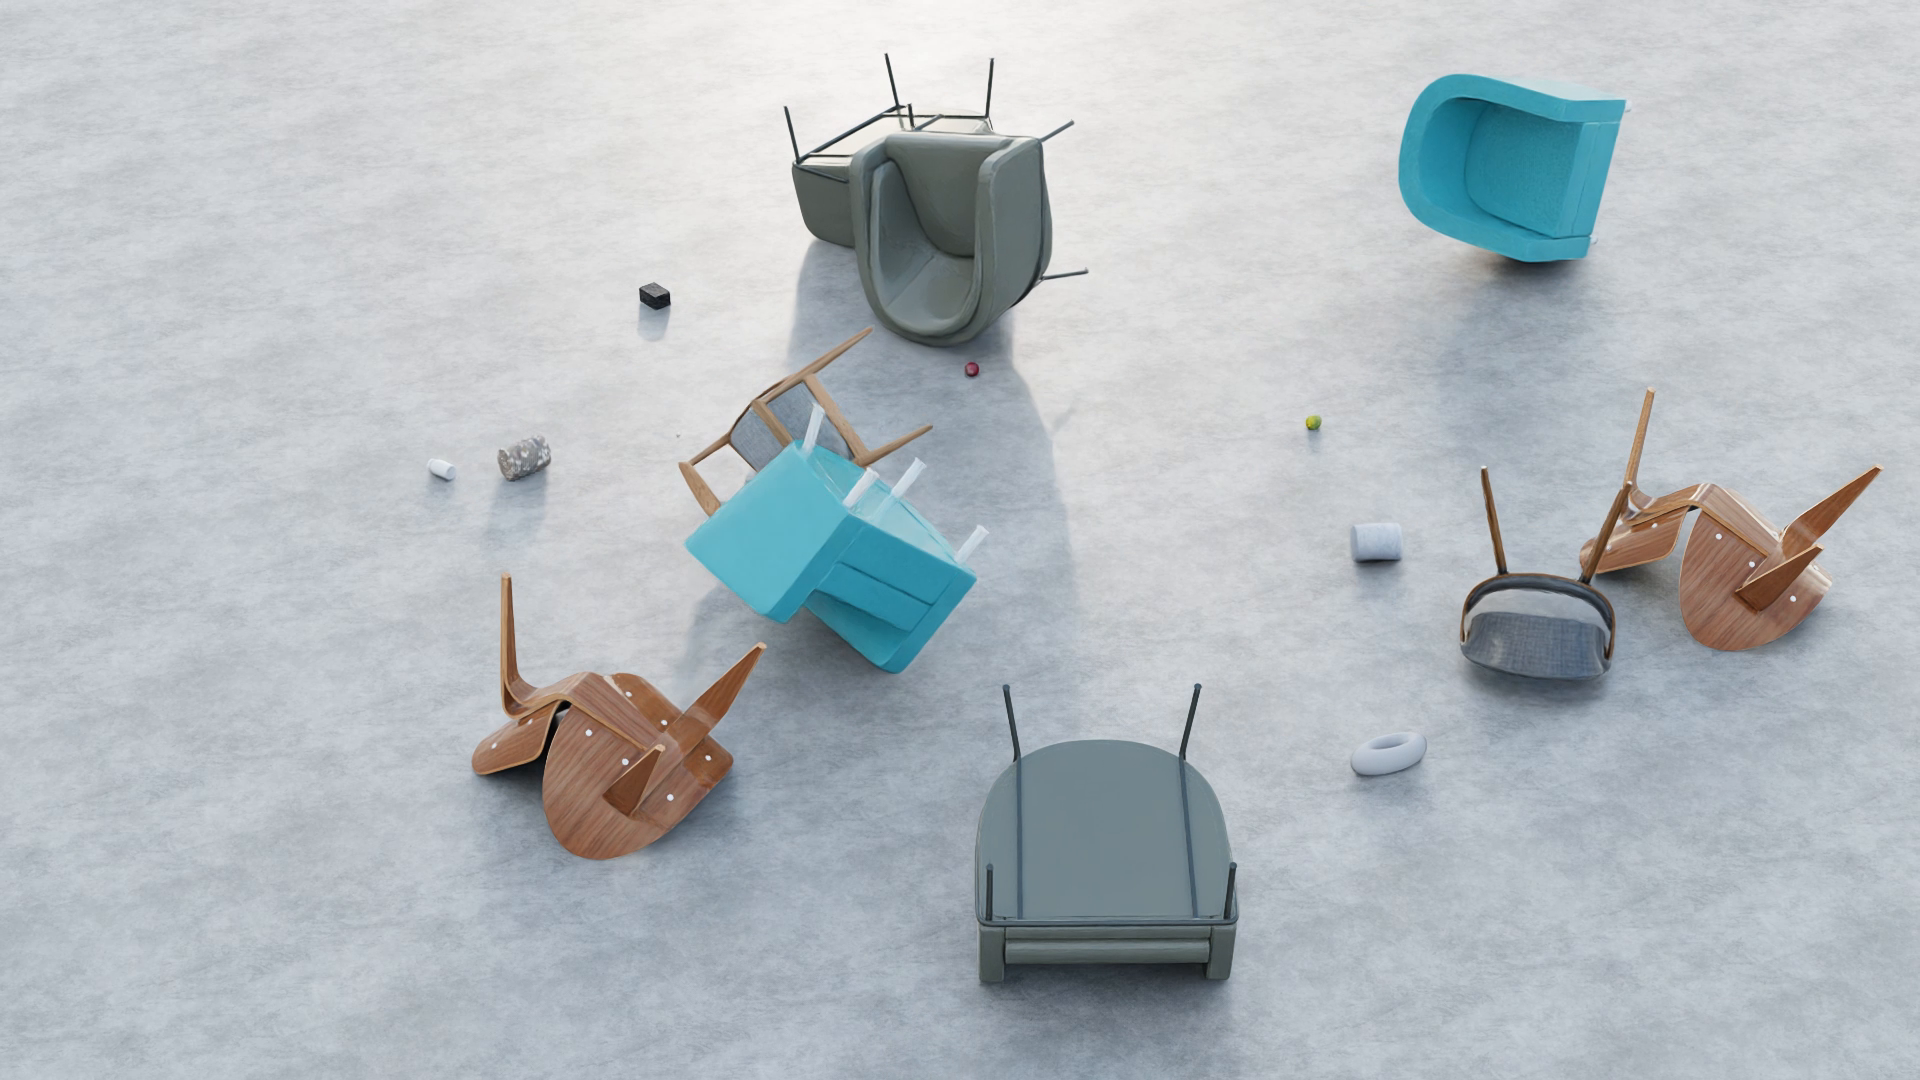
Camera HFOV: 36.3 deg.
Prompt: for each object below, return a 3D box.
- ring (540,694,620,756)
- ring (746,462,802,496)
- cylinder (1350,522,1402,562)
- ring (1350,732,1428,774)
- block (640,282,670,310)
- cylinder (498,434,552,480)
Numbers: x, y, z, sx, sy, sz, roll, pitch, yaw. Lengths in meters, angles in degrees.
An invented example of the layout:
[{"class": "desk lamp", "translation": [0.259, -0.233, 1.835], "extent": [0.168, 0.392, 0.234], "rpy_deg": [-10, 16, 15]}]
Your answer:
[{"class": "ring", "translation": [-1.286, 0.624, 9.944], "extent": [0.218, 0.060, 0.352], "rpy_deg": [16, 37, 25]}, {"class": "ring", "translation": [-0.717, -0.232, 11.253], "extent": [0.219, 0.048, 0.212], "rpy_deg": [25, 40, 34]}, {"class": "cylinder", "translation": [1.534, 0.009, 10.808], "extent": [0.166, 0.136, 0.136], "rpy_deg": [-3, 57, -5]}, {"class": "ring", "translation": [1.430, 0.712, 9.777], "extent": [0.288, 0.098, 0.110], "rpy_deg": [-13, 33, -20]}, {"class": "block", "translation": [-1.296, -1.036, 12.459], "extent": [0.079, 0.064, 0.115], "rpy_deg": [-26, 41, -34]}, {"class": "cylinder", "translation": [-1.681, -0.321, 11.311], "extent": [0.172, 0.134, 0.113], "rpy_deg": [-24, 46, -32]}]
